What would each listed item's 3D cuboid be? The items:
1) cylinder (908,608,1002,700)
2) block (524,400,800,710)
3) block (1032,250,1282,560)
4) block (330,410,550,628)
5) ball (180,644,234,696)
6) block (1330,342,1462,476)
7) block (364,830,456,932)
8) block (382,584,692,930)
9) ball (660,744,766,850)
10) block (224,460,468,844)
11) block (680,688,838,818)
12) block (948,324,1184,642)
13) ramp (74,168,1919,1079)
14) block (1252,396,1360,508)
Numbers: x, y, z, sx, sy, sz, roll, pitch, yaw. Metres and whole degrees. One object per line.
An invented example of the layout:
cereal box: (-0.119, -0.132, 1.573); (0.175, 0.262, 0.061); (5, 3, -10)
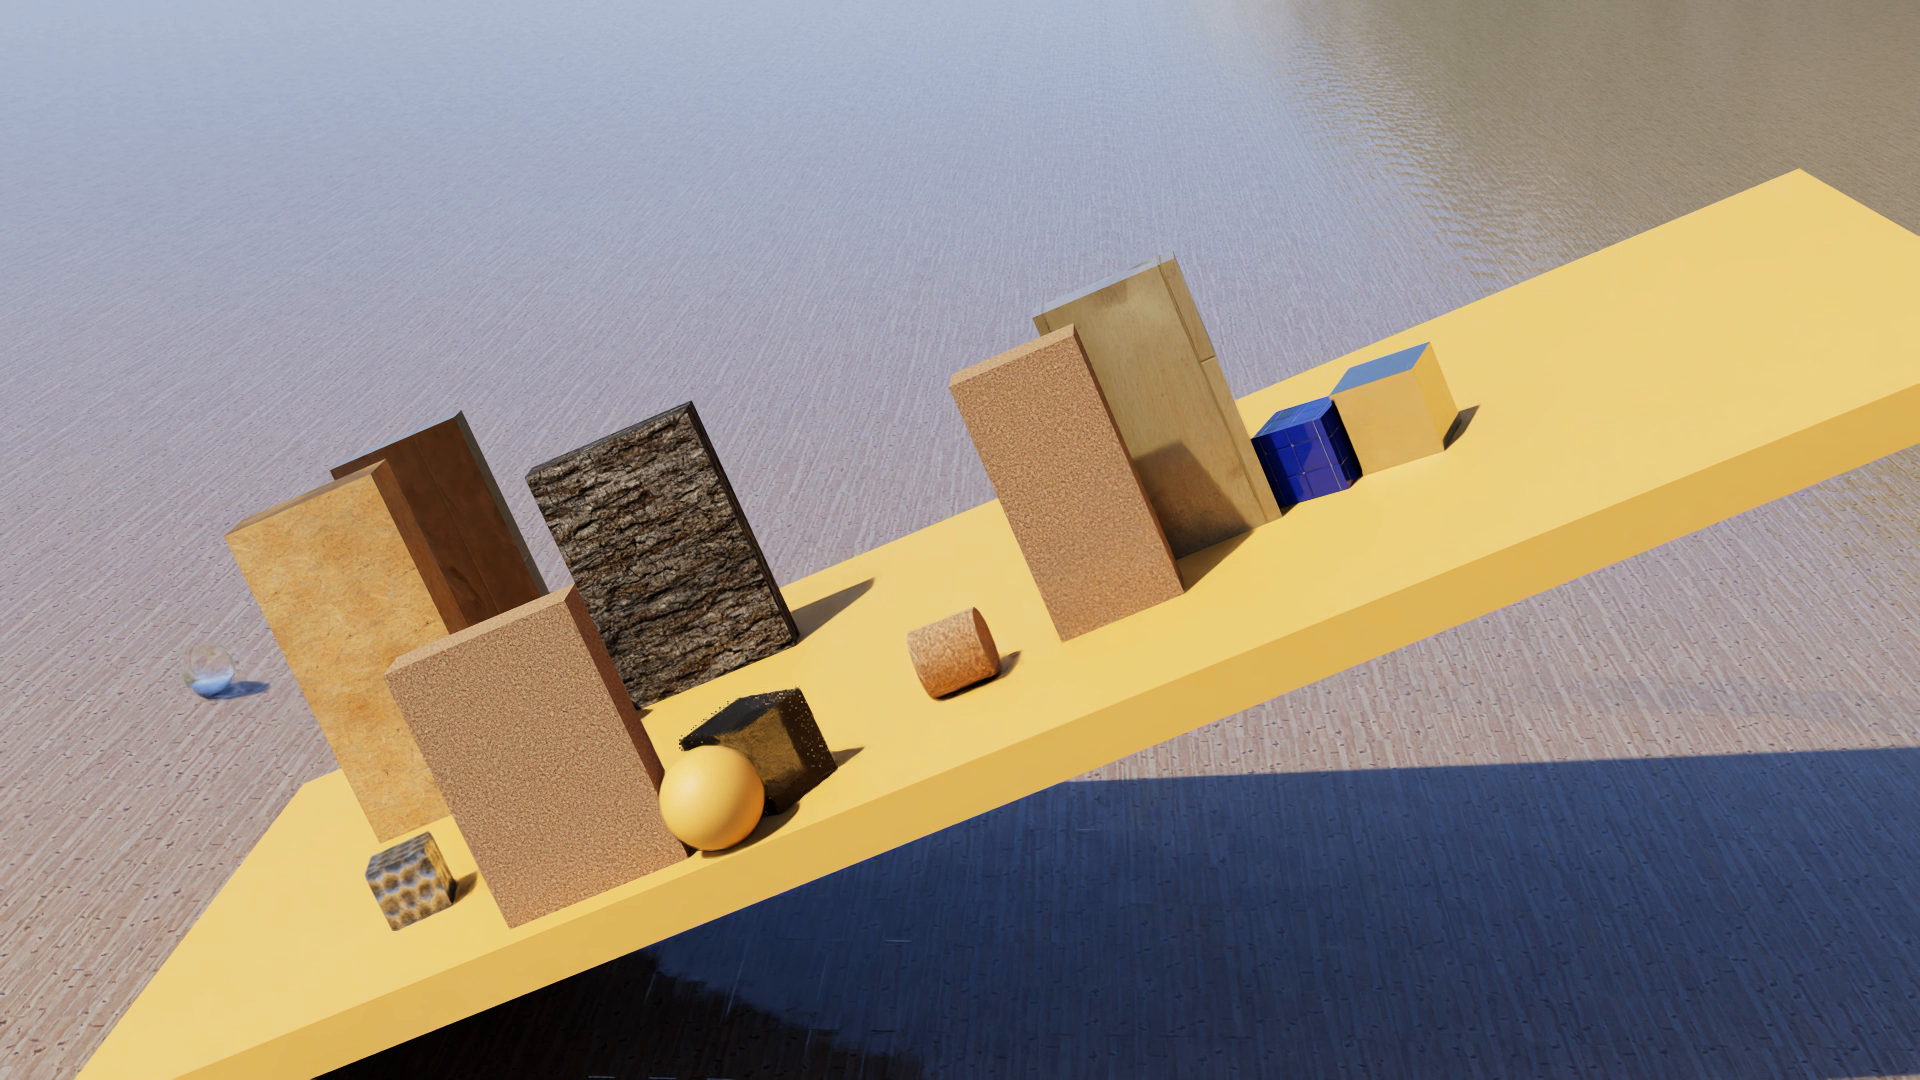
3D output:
cylinder: (-0.011, 0.223, 5.775); (0.140, 0.140, 0.140); (-22, 12, 11)
block: (-0.675, 0.038, 6.705); (0.402, 0.598, 0.101); (-22, 13, 8)
block: (0.403, -0.259, 5.991); (0.307, 0.577, 0.107); (-22, 13, 8)
block: (-1.206, 0.090, 7.134); (0.334, 0.741, 0.084); (-22, 13, 8)
ball: (-2.183, 0.375, 8.531); (0.151, 0.151, 0.151); (0, 15, 0)
block: (0.895, -0.269, 6.035); (0.183, 0.183, 0.183); (-18, 14, 27)
block: (-1.102, 0.685, 5.906); (0.130, 0.130, 0.130); (-24, 12, -1)
block: (-0.783, 0.407, 5.508); (0.373, 0.543, 0.116); (-22, 13, 8)
ball: (-0.458, 0.475, 5.434); (0.194, 0.194, 0.194); (0, 15, 0)
block: (-1.285, 0.250, 6.548); (0.360, 0.772, 0.146); (-22, 13, 8)
block: (-0.383, 0.410, 5.603); (0.178, 0.178, 0.178); (-12, 18, 44)
block: (0.212, -0.111, 5.773); (0.260, 0.559, 0.125); (-22, 13, 8)
ramp: (0.130, 0.171, 6.286); (4.000, 0.100, 2.000); (-22, 13, 8)
block: (0.726, -0.186, 6.060); (0.159, 0.159, 0.159); (-16, 15, 31)
